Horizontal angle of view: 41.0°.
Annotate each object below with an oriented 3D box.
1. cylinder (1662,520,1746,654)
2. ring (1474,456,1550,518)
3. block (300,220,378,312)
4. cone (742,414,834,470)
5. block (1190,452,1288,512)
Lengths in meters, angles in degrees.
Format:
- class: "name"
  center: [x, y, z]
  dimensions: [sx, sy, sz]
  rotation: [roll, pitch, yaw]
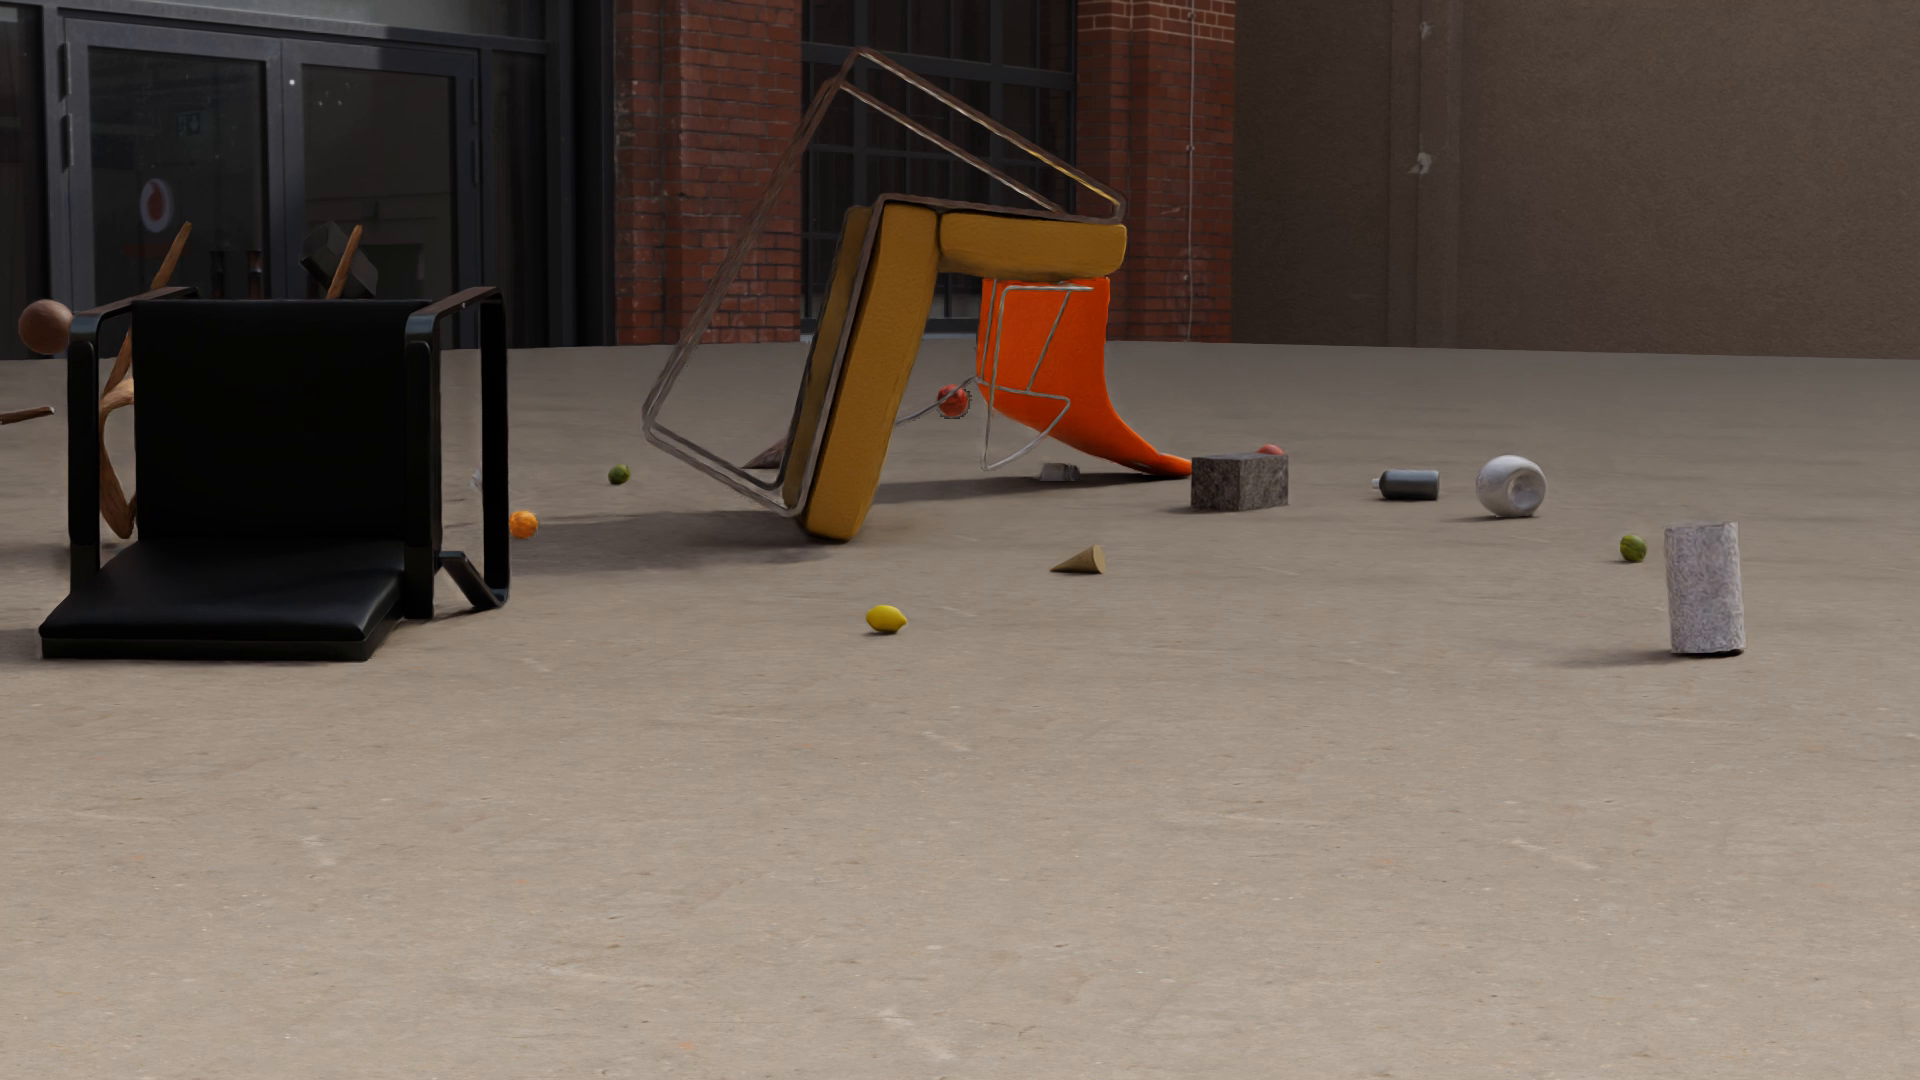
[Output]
- class: "cylinder"
  center: [1.305, 0.081, 4.498]
  dimensions: [0.119, 0.219, 0.165]
  rotation: [-3, 2, 38]
- class: "ring"
  center: [1.507, -0.147, 7.017]
  dimensions: [0.226, 0.170, 0.101]
  rotation: [-6, 28, -27]
- class: "block"
  center: [-1.695, -0.748, 7.011]
  dimensions: [0.092, 0.201, 0.131]
  rotation: [-27, 37, 15]
- class: "cone"
  center: [-0.605, -0.293, 8.798]
  dimensions: [0.311, 0.130, 0.264]
  rotation: [-17, 44, 4]
- class: "block"
  center: [0.798, -0.166, 7.312]
  dimensions: [0.162, 0.146, 0.255]
  rotation: [5, 8, 39]
